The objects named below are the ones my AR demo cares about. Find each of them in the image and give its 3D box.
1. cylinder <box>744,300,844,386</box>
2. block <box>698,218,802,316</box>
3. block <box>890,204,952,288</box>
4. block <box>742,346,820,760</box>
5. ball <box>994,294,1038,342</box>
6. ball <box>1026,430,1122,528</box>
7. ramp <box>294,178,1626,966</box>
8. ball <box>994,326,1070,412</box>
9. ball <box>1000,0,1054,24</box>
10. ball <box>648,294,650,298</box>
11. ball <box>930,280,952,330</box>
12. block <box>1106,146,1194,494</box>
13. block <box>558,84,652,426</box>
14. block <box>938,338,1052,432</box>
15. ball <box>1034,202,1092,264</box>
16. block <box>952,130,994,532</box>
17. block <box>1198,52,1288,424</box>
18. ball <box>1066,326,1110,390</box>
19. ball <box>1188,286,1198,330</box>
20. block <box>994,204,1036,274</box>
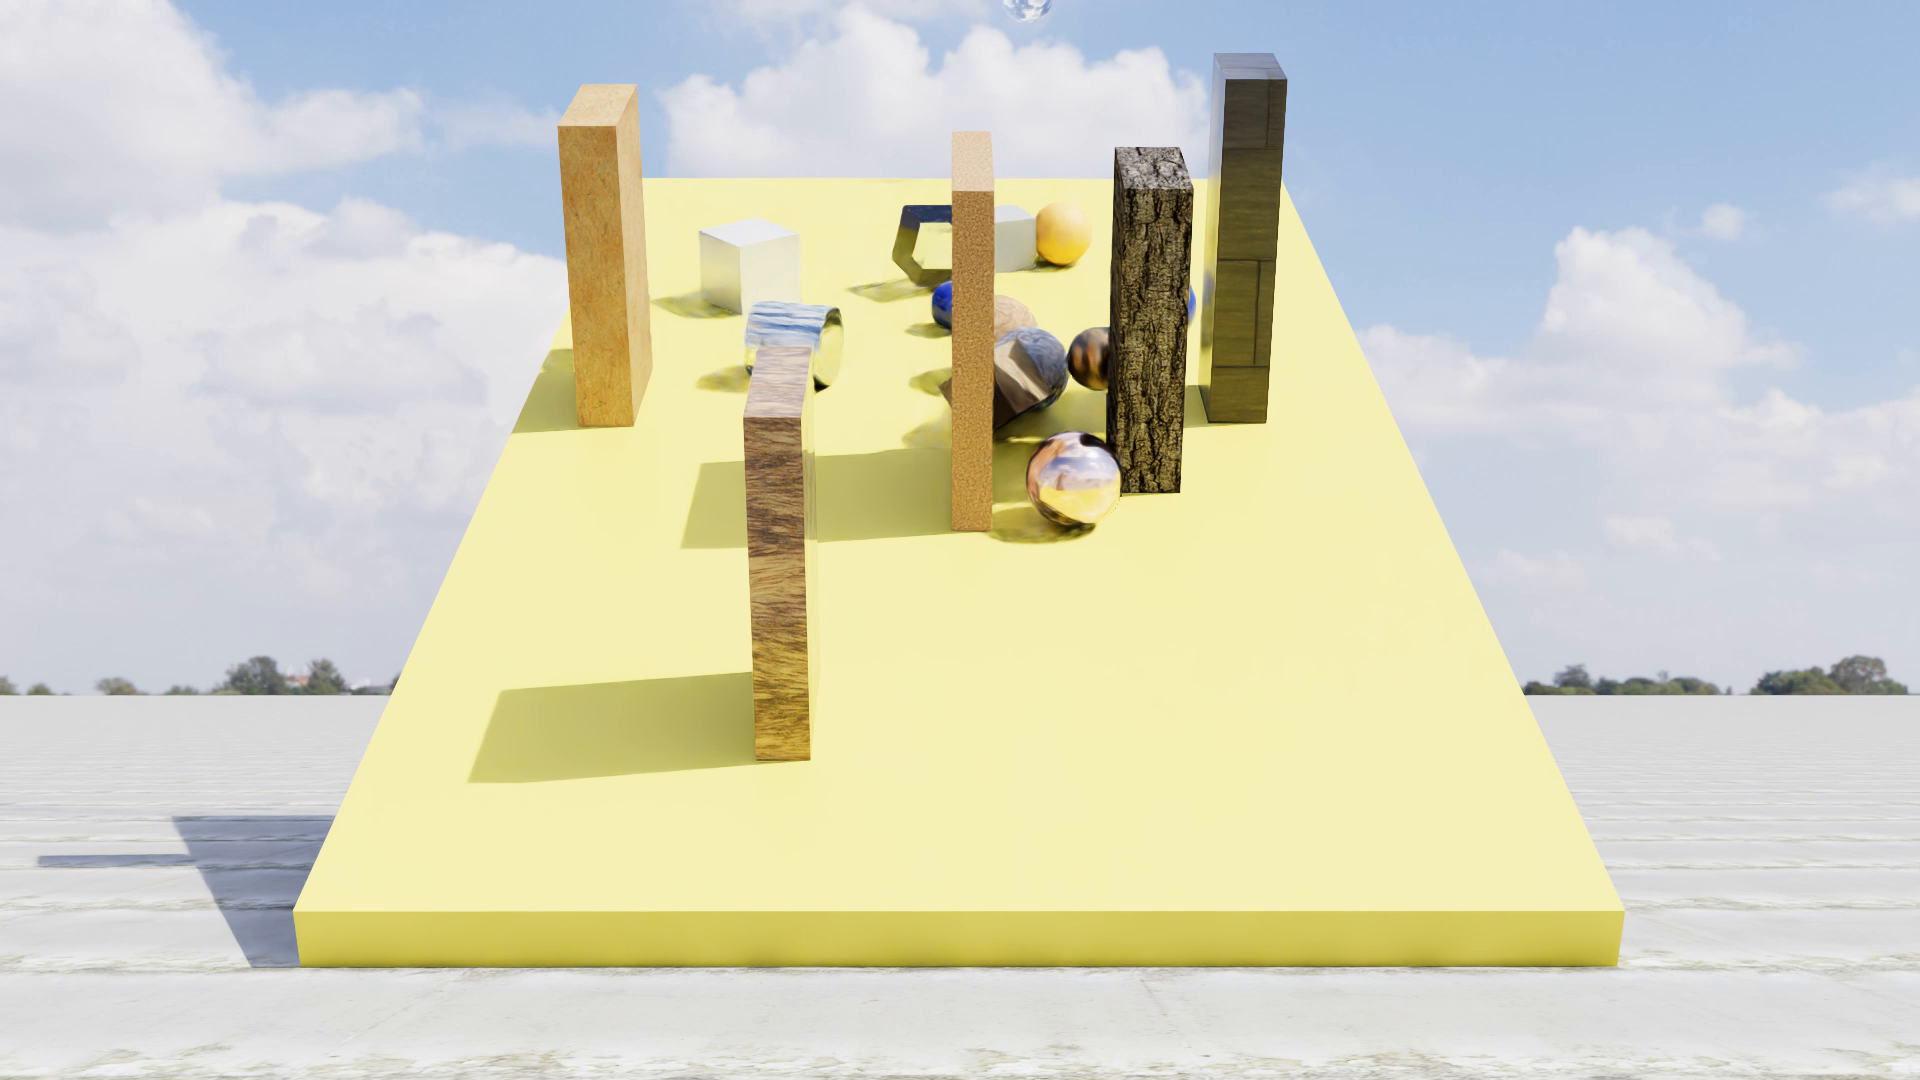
[{"bbox_3d":[-0.392,-0.467,5.516,0.186,0.186,0.186,6,-2,14],"label":"cylinder"},{"bbox_3d":[-0.544,-0.709,6.048,0.186,0.186,0.186,-19,31,-36],"label":"block"},{"bbox_3d":[-0.062,-0.775,6.142,0.156,0.156,0.156,-6,38,-31],"label":"block"},{"bbox_3d":[-0.296,0.021,3.932,0.091,0.618,0.325,0,25,0],"label":"block"},{"bbox_3d":[0.085,-0.475,5.514,0.208,0.208,0.208,0,-4,0],"label":"ball"},{"bbox_3d":[0.232,-0.125,4.761,0.197,0.197,0.197,0,-4,0],"label":"ball"},{"bbox_3d":[-0.009,-0.229,5.345,2.000,0.100,4.000,0,25,0],"label":"ramp"},{"bbox_3d":[0.156,-0.391,5.345,0.195,0.195,0.195,0,-4,0],"label":"ball"},{"bbox_3d":[0.201,-1.635,7.010,0.162,0.162,0.162,0,-4,0],"label":"ball"},{"bbox_3d":[-0.834,-0.576,5.640,0.170,0.170,0.170,0,-4,0],"label":"ball"},{"bbox_3d":[-0.015,-0.589,5.862,0.124,0.124,0.124,0,-4,0],"label":"ball"},{"bbox_3d":[0.397,-0.467,4.950,0.139,0.663,0.320,0,25,0],"label":"block"},{"bbox_3d":[-0.800,-0.649,5.307,0.125,0.692,0.375,0,25,0],"label":"block"},{"bbox_3d":[0.078,-0.333,5.201,0.149,0.149,0.149,-32,0,41],"label":"block"},{"bbox_3d":[0.276,-0.834,6.347,0.170,0.170,0.170,0,-4,0],"label":"ball"},{"bbox_3d":[0.024,-0.436,4.817,0.082,0.715,0.448,0,25,0],"label":"block"},{"bbox_3d":[0.631,-0.676,5.256,0.132,0.789,0.251,0,25,0],"label":"block"},{"bbox_3d":[0.311,-0.407,5.231,0.145,0.145,0.145,0,-4,0],"label":"ball"},{"bbox_3d":[0.498,-0.578,5.777,0.178,0.178,0.178,0,-4,0],"label":"ball"},{"bbox_3d":[0.111,-0.817,6.338,0.143,0.143,0.143,-9,26,-19],"label":"block"}]
